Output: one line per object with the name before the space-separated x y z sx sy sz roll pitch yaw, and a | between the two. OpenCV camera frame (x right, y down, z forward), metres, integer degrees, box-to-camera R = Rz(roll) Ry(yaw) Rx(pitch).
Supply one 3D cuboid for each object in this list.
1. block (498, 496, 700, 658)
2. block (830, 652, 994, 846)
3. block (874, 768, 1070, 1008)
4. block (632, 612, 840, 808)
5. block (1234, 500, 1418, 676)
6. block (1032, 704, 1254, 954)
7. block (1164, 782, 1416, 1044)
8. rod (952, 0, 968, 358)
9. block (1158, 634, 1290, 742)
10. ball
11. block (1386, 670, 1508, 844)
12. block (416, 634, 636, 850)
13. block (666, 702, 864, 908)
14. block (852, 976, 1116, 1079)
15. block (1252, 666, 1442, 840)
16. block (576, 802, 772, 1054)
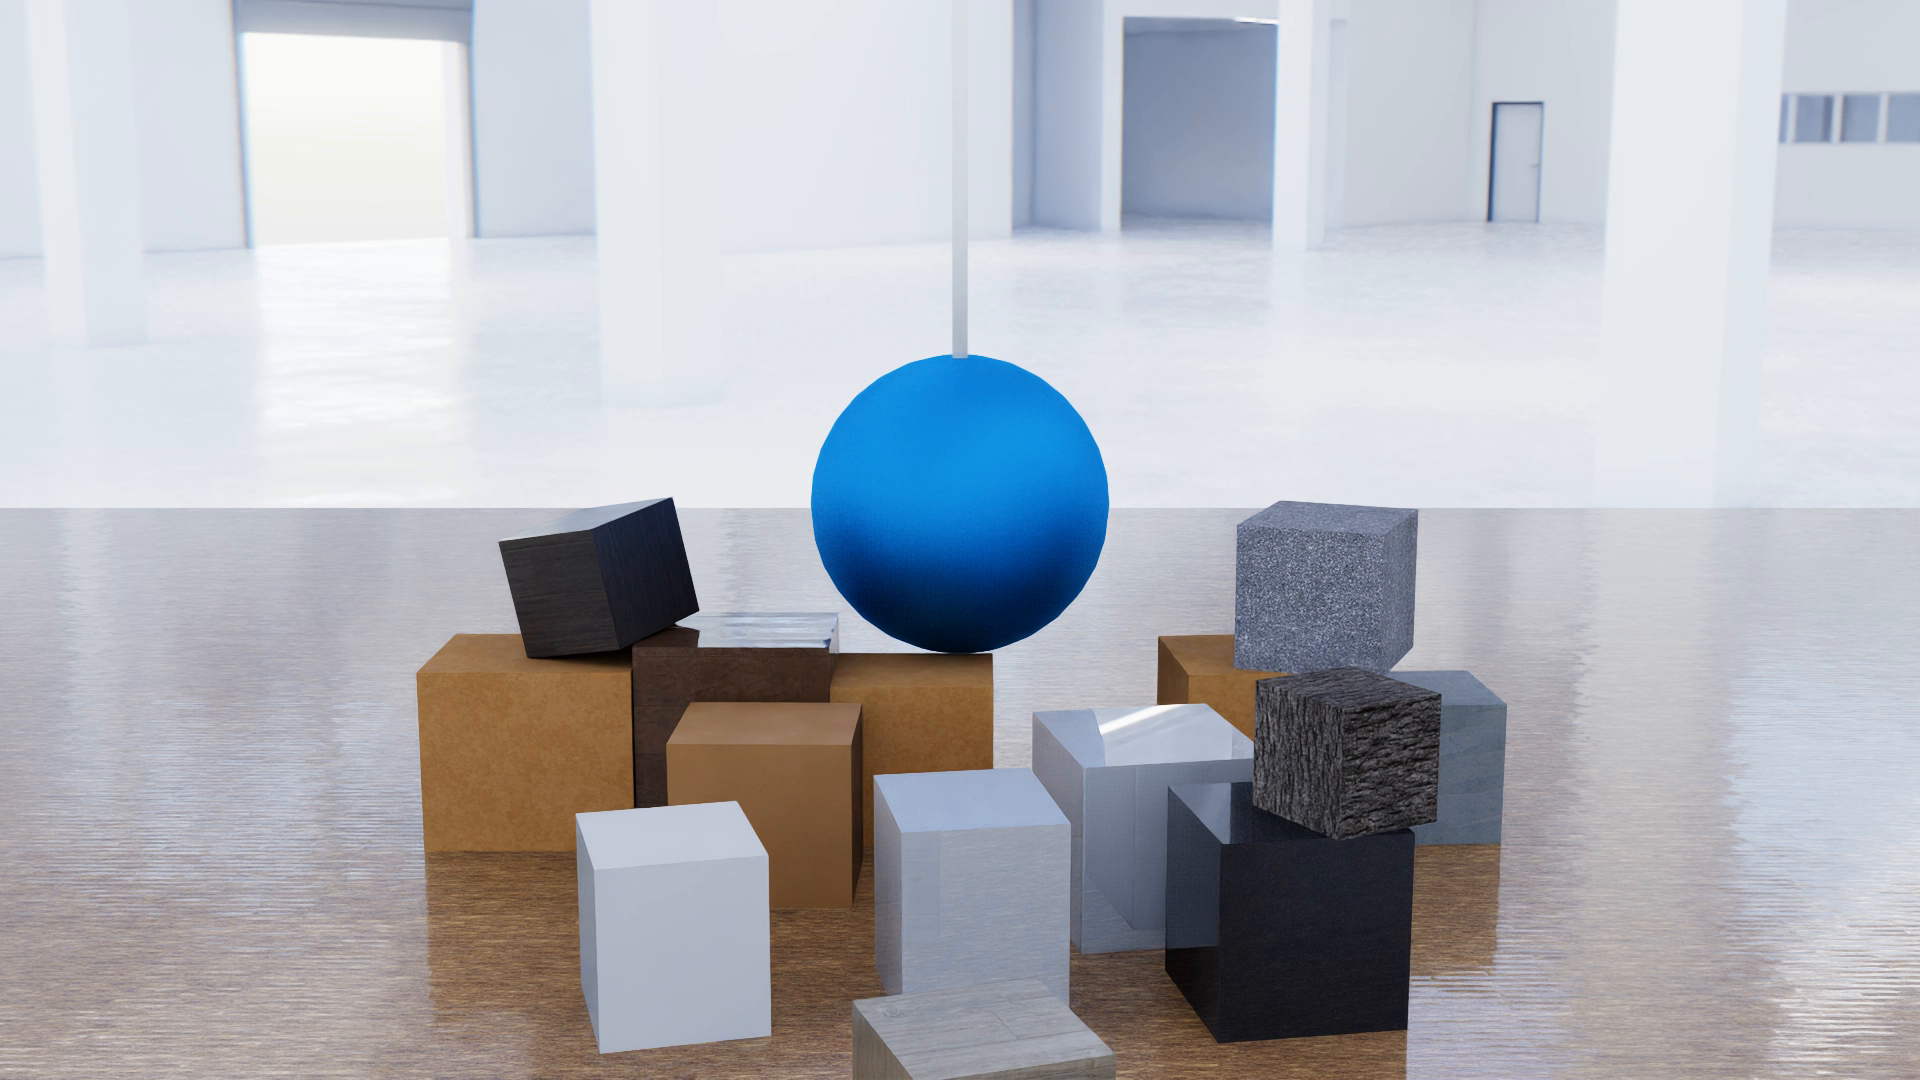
block | -1.837 0.188 11.241 0.600 0.615 0.693 -6 11 30
block | -0.237 1.071 11.360 0.813 0.827 0.737 0 10 0
block | 0.035 1.475 9.091 0.676 0.845 0.802 -2 10 -10
block | -1.130 0.966 11.354 0.973 1.037 0.821 0 10 0
block | 1.855 0.240 11.102 0.727 0.724 0.819 4 11 22
block | 0.853 1.297 10.071 0.851 0.845 0.953 -2 11 -11
block | 1.334 1.498 9.037 0.784 0.819 0.792 -2 10 -10
rod | 0.000 -3.459 10.820 0.080 5.200 0.080 0 16 0
block | 1.555 1.029 11.343 0.938 0.916 0.881 -1 10 -5
ball | 0.000 -0.193 11.764 1.600 1.600 1.600 0 10 0
block | 2.377 1.117 11.399 0.683 0.723 0.722 -1 10 -3
block | -2.154 1.027 11.358 1.056 0.916 0.876 0 10 0
block | -0.912 1.251 10.507 0.846 0.780 0.768 0 10 1
block | 0.066 1.911 7.294 0.670 0.629 0.703 -4 11 -19
block | 1.553 0.847 8.860 0.497 0.525 0.552 -6 12 -30
block | -1.173 1.552 8.934 0.676 0.749 0.742 -3 11 -15
